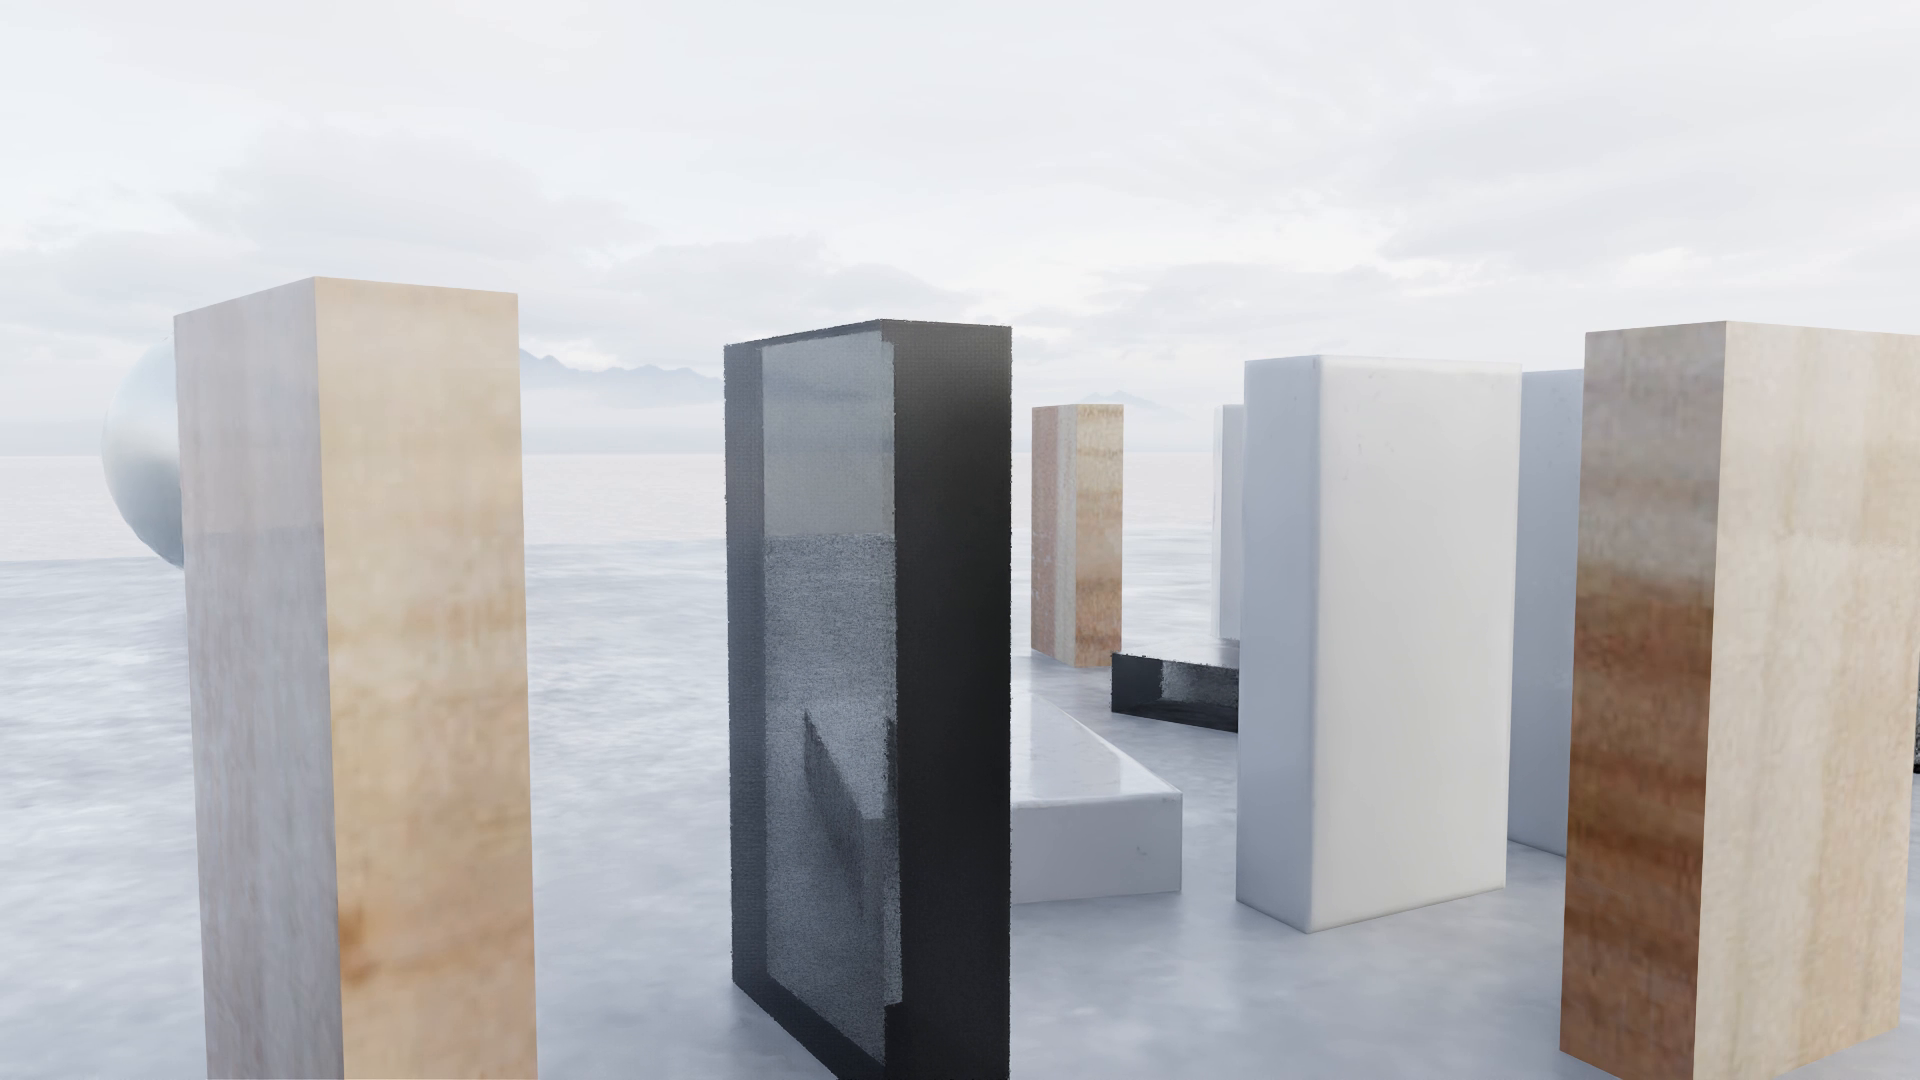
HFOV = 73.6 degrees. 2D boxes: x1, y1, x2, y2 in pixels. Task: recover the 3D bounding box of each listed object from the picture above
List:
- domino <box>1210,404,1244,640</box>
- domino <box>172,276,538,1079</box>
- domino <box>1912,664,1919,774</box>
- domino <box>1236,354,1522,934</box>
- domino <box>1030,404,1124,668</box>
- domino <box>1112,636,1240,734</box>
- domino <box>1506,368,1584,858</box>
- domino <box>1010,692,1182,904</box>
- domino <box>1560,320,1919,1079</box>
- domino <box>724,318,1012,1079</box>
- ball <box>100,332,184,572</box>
[{"bbox_3d":[0.056,-0.002,0.258,0.009,0.050,0.025,1,4,7],"label":"domino"},{"bbox_3d":[-0.034,0.012,0.072,0.009,0.050,0.025,-4,6,-44],"label":"domino"},{"bbox_3d":[0.119,0.004,0.175,0.025,0.050,0.009,4,6,43],"label":"domino"},{"bbox_3d":[0.039,0.009,0.120,0.025,0.050,0.009,-2,5,-28],"label":"domino"},{"bbox_3d":[0.023,-0.002,0.256,0.009,0.050,0.025,-1,4,-17],"label":"domino"},{"bbox_3d":[0.051,0.023,0.196,0.050,0.010,0.025,4,6,41],"label":"domino"},{"bbox_3d":[0.065,0.007,0.135,0.009,0.050,0.025,-2,5,-30],"label":"domino"},{"bbox_3d":[0.003,0.027,0.144,0.025,0.009,0.050,-1,4,-13],"label":"domino"},{"bbox_3d":[0.055,0.011,0.090,0.025,0.050,0.009,-2,5,-29],"label":"domino"},{"bbox_3d":[-0.007,0.011,0.092,0.009,0.050,0.025,-3,5,-32],"label":"domino"},{"bbox_3d":[-0.201,-0.025,0.372,0.080,0.080,0.080,0,4,0],"label":"ball"}]
